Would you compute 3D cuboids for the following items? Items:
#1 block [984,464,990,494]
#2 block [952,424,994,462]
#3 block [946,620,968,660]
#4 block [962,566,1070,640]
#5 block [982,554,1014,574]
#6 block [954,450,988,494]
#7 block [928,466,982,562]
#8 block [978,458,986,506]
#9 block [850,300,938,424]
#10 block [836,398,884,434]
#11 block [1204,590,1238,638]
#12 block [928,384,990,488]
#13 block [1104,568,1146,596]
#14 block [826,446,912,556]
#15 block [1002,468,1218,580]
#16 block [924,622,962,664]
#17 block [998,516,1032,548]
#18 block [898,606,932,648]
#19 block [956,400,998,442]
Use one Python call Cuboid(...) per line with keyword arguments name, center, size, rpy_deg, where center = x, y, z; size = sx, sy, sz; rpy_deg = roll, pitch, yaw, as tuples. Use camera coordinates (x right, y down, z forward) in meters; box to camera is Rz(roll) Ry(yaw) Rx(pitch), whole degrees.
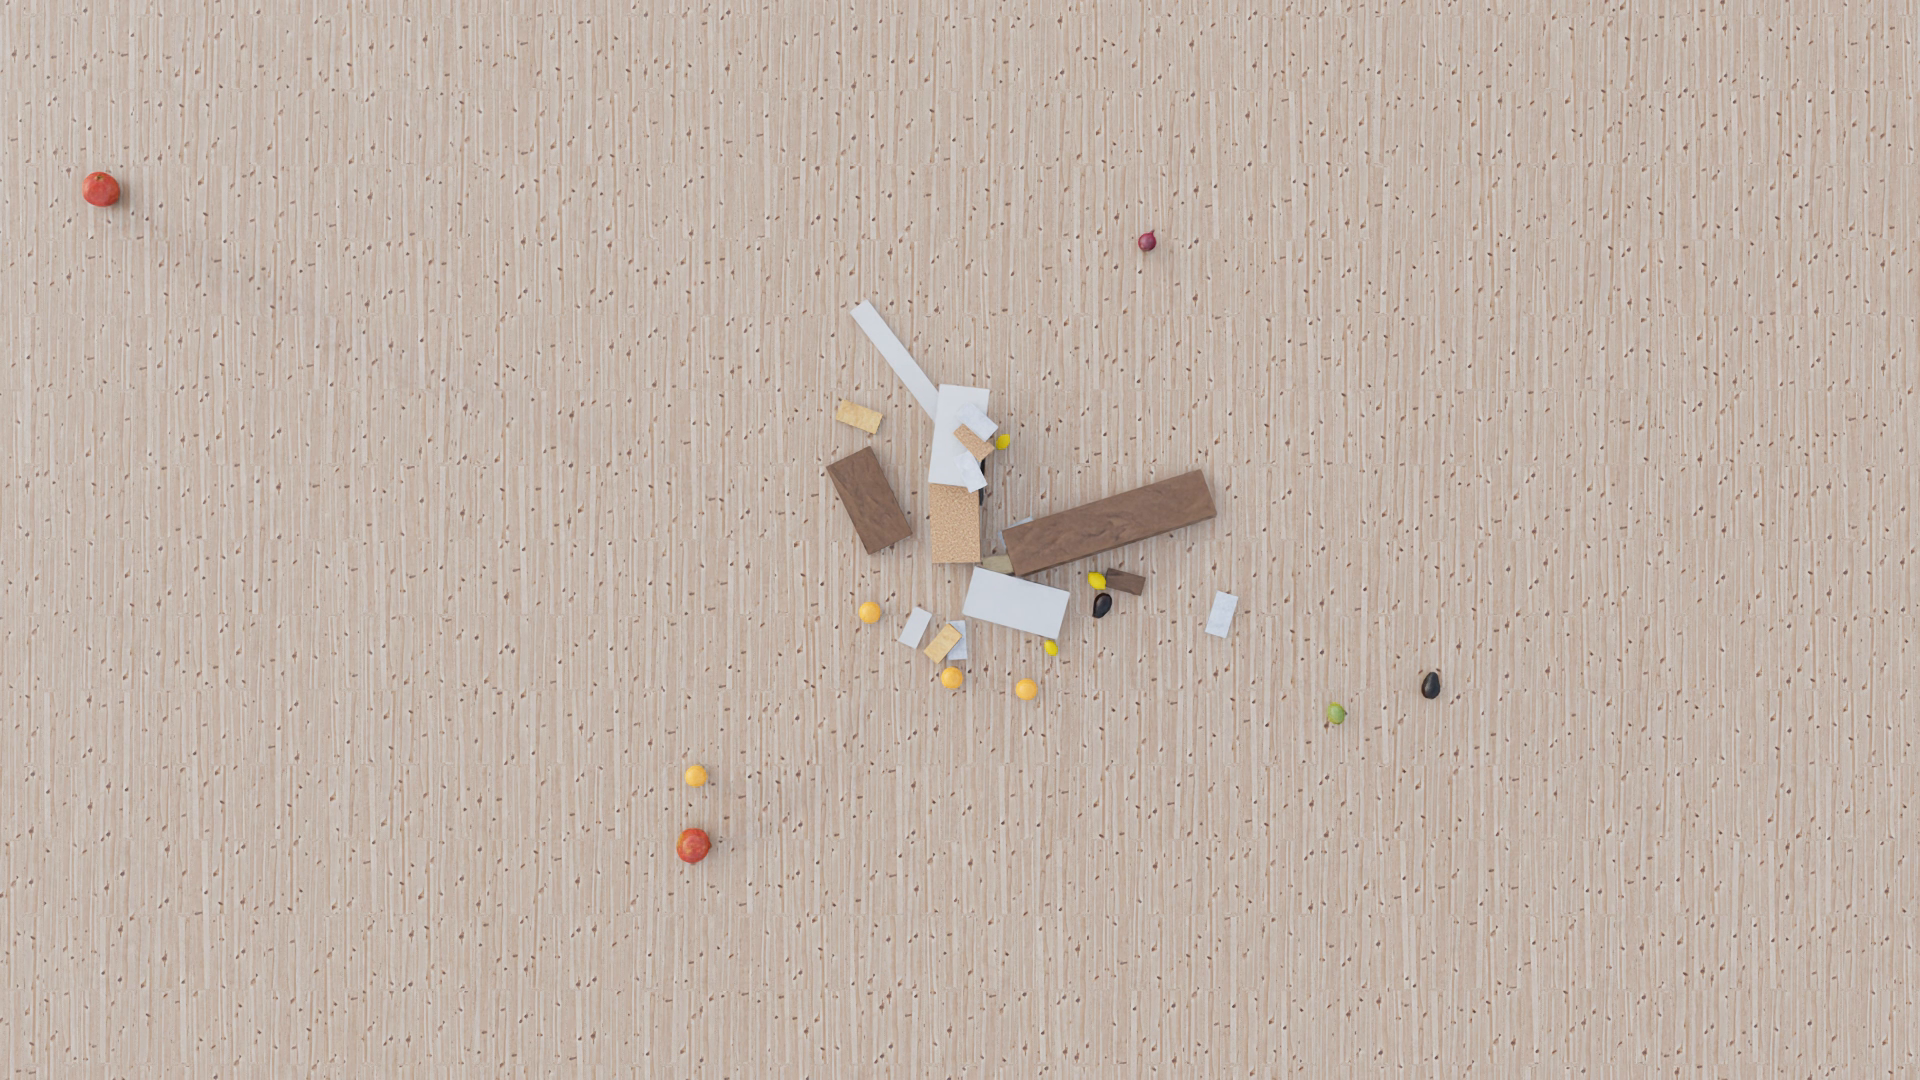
Cuboid(name="block", center=(0.069, -0.199, 5.482), size=(0.049, 0.014, 0.098), rpy_deg=(-3, 100, 5))
Cuboid(name="block", center=(0.045, -0.320, 5.313), size=(0.064, 0.018, 0.129), rpy_deg=(-42, 86, -17))
Cuboid(name="block", center=(-0.012, 0.333, 5.491), size=(0.064, 0.018, 0.128), rpy_deg=(-3, 90, 0))
Cuboid(name="block", center=(0.185, 0.207, 5.467), size=(0.325, 0.046, 0.162), rpy_deg=(15, 94, -2))
Cuboid(name="block", center=(0.139, 0.082, 5.491), size=(0.126, 0.018, 0.063), rpy_deg=(-8, 90, 0))
Cuboid(name="block", center=(0.034, -0.221, 5.319), size=(0.063, 0.018, 0.126), rpy_deg=(-25, 86, 2))
Cuboid(name="block", center=(-0.017, -0.088, 5.434), size=(0.161, 0.046, 0.321), rpy_deg=(-1, 102, 5))
Cuboid(name="block", center=(0.003, -0.280, 5.439), size=(0.161, 0.046, 0.321), rpy_deg=(3, 102, 4))
Cuboid(name="block", center=(-0.172, -0.563, 5.490), size=(0.072, 0.020, 0.545), rpy_deg=(-38, 90, 0))
Cuboid(name="block", center=(-0.336, -0.410, 5.490), size=(0.143, 0.020, 0.072), rpy_deg=(21, 90, 0))
Cuboid(name="block", center=(0.870, 0.247, 5.490), size=(0.072, 0.020, 0.143), rpy_deg=(17, 90, 0))
Cuboid(name="block", center=(-0.003, -0.336, 5.358), size=(0.161, 0.046, 0.321), rpy_deg=(7, 88, 4))
Cuboid(name="block", center=(0.547, 0.139, 5.491), size=(0.129, 0.018, 0.064), rpy_deg=(15, 90, 0))
Cuboid(name="block", center=(-0.301, -0.131, 5.477), size=(0.162, 0.046, 0.325), rpy_deg=(-26, 90, 0))
Cuboid(name="block", center=(0.491, -0.053, 5.446), size=(0.693, 0.046, 0.162), rpy_deg=(-17, 75, -2))
Cuboid(name="block", center=(-0.056, 0.344, 5.476), size=(0.064, 0.018, 0.128), rpy_deg=(42, 99, 9))
Cuboid(name="block", center=(0.194, -0.024, 5.491), size=(0.126, 0.018, 0.063), rpy_deg=(-26, 90, 0))
Cuboid(name="block", center=(-0.149, 0.291, 5.491), size=(0.064, 0.018, 0.128), rpy_deg=(25, 90, 0))
Cuboid(name="block", center=(0.055, -0.381, 5.312), size=(0.129, 0.018, 0.064), rpy_deg=(42, 69, 2))
